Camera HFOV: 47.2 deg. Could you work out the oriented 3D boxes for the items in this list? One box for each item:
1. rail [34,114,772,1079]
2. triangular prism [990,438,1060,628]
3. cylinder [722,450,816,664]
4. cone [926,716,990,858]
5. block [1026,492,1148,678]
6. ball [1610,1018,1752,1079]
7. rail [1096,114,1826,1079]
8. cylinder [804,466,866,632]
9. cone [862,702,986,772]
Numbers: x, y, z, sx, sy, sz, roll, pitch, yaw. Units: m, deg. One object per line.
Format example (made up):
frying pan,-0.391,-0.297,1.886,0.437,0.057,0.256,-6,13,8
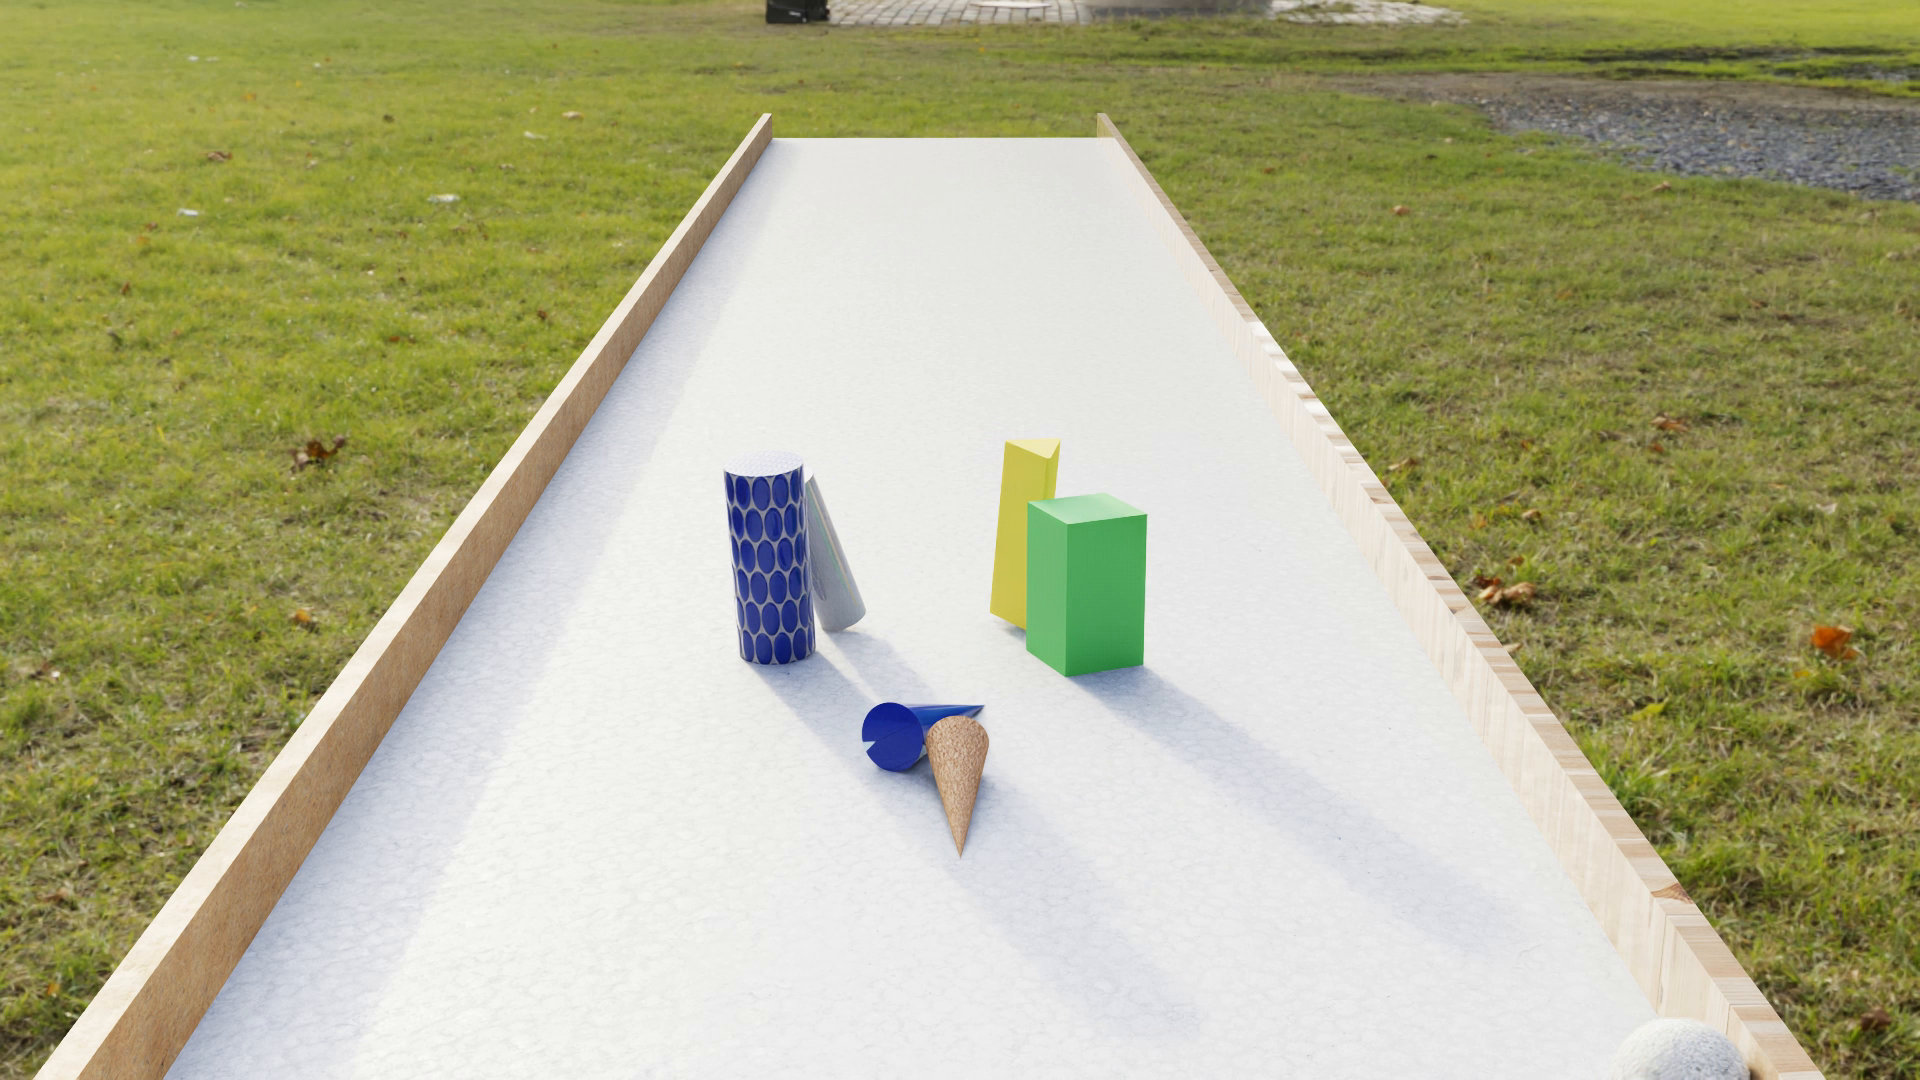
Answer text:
rail,-1.118,-0.838,7.780,0.050,0.150,12.000,0,17,-1
triangular prism,0.156,-0.019,4.574,0.119,0.391,0.103,25,31,37
cylinder,-0.379,0.035,4.391,0.159,0.398,0.159,-2,21,1
cone,-0.002,0.433,3.674,0.111,0.111,0.364,0,25,-1
block,0.250,0.087,4.387,0.175,0.313,0.175,-7,18,-23
ball,0.880,0.669,2.686,0.166,0.166,0.166,0,17,0
rail,0.932,-0.844,7.801,0.050,0.150,12.000,0,17,-1
cylinder,-0.296,0.020,4.541,0.104,0.337,0.104,-16,27,8
cone,-0.035,0.329,4.014,0.123,0.123,0.363,9,9,27
